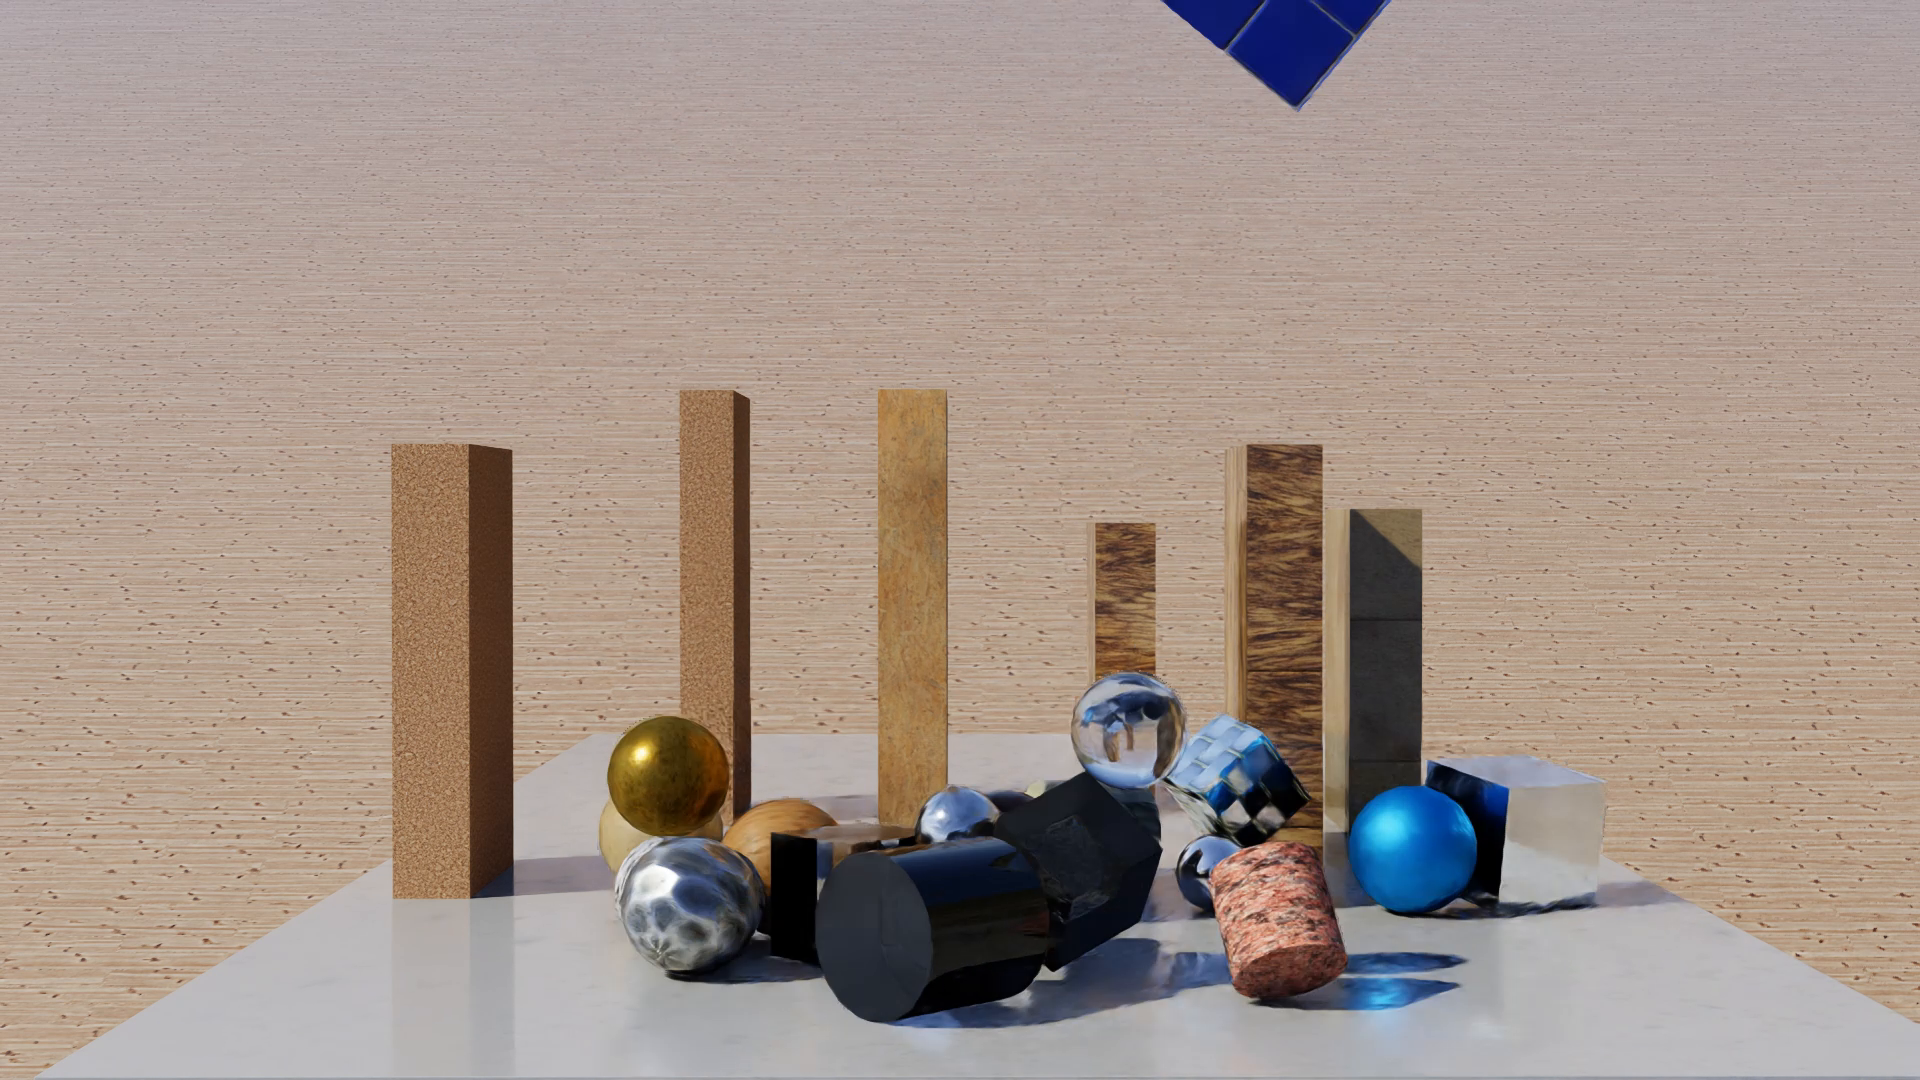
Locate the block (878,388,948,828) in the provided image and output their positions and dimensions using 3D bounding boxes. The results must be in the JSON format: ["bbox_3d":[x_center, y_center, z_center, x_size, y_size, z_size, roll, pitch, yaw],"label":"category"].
[{"bbox_3d":[-0.064,0.163,3.631,0.091,0.733,0.376,0,1,0],"label":"block"}]

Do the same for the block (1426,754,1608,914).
[{"bbox_3d":[0.803,0.425,3.767,0.182,0.182,0.182,0,9,-29],"label":"block"}]

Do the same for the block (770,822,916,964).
[{"bbox_3d":[-0.132,0.455,3.317,0.158,0.158,0.158,-1,1,-43],"label":"block"}]

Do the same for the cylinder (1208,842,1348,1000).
[{"bbox_3d":[0.369,0.443,3.006,0.134,0.134,0.134,-5,54,-9],"label":"cylinder"}]

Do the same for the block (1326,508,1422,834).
[{"bbox_3d":[0.748,0.230,4.690,0.127,0.574,0.303,0,1,0],"label":"block"}]

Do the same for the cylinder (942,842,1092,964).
[{"bbox_3d":[0.074,0.464,3.310,0.139,0.139,0.139,18,10,30],"label":"cylinder"}]

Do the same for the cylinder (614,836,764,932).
[{"bbox_3d":[-0.351,0.462,3.347,0.143,0.143,0.143,-20,12,-33],"label":"cylinder"}]

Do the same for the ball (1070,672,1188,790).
[{"bbox_3d":[0.203,0.229,3.104,0.142,0.142,0.142,0,28,0],"label":"ball"}]

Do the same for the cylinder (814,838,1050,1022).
[{"bbox_3d":[-0.032,0.442,2.951,0.190,0.190,0.190,-1,21,-46],"label":"cylinder"}]

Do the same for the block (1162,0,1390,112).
[{"bbox_3d":[0.305,-0.520,2.384,0.161,0.161,0.161,39,20,-4],"label":"block"}]

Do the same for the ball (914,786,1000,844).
[{"bbox_3d":[-0.001,0.362,3.222,0.111,0.111,0.111,0,28,0],"label":"ball"}]

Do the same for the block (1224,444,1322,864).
[{"bbox_3d":[0.520,0.183,4.313,0.121,0.677,0.349,0,1,0],"label":"block"}]

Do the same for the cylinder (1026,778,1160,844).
[{"bbox_3d":[0.197,0.445,3.971,0.159,0.159,0.159,0,24,-34],"label":"cylinder"}]

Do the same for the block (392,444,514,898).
[{"bbox_3d":[-0.779,0.191,3.988,0.114,0.670,0.375,0,1,0],"label":"block"}]

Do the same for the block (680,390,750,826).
[{"bbox_3d":[-0.459,0.121,4.867,0.097,0.789,0.373,0,1,0],"label":"block"}]

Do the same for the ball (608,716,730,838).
[{"bbox_3d":[-0.395,0.321,3.504,0.165,0.165,0.165,0,28,0],"label":"ball"}]

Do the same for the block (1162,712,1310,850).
[{"bbox_3d":[0.412,0.370,3.900,0.138,0.138,0.138,-41,21,-11],"label":"block"}]

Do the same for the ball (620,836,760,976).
[{"bbox_3d":[-0.331,0.448,3.171,0.170,0.170,0.170,0,28,0],"label":"ball"}]

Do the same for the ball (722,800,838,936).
[{"bbox_3d":[-0.235,0.440,3.465,0.184,0.184,0.184,0,28,0],"label":"ball"}]

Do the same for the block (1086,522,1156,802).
[{"bbox_3d":[0.310,0.240,5.000,0.112,0.547,0.333,0,1,0],"label":"block"}]

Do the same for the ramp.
[{"bbox_3d":[0.063,0.569,4.609,2.000,0.100,4.000,0,1,0],"label":"ramp"}]

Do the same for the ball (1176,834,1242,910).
[{"bbox_3d":[0.362,0.475,3.692,0.107,0.107,0.107,0,28,0],"label":"ball"}]

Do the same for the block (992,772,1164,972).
[{"bbox_3d":[0.133,0.402,3.143,0.143,0.143,0.143,-24,54,-32],"label":"block"}]

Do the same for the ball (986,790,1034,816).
[{"bbox_3d":[0.066,0.444,3.726,0.167,0.167,0.167,0,28,0],"label":"ball"}]

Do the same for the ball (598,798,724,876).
[{"bbox_3d":[-0.445,0.435,3.842,0.185,0.185,0.185,0,28,0],"label":"ball"}]

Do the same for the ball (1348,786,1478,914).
[{"bbox_3d":[0.642,0.439,3.662,0.181,0.181,0.181,0,28,0],"label":"ball"}]
